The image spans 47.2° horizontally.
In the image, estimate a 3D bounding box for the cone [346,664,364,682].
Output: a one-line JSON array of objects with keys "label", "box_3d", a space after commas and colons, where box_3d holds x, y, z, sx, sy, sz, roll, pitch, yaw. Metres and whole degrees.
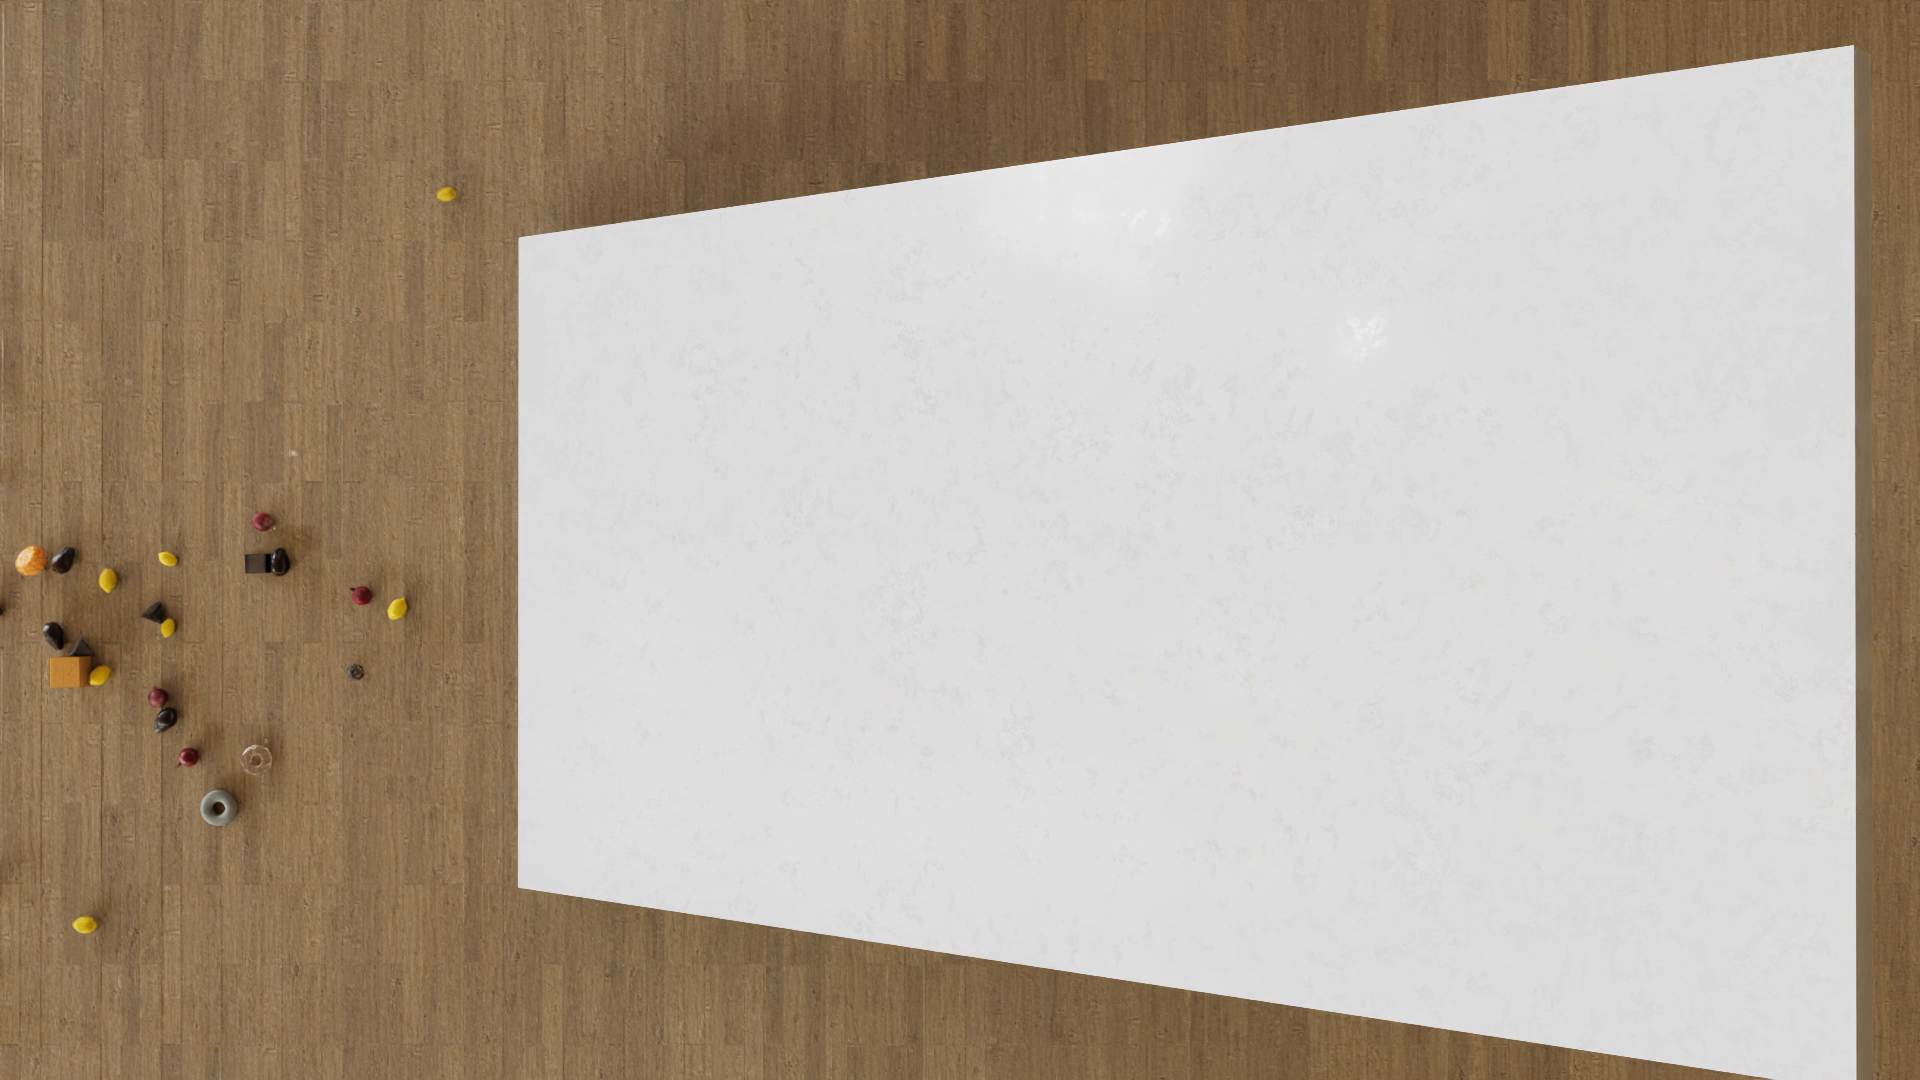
[{"label": "cone", "box_3d": [-1.882, 0.413, 6.815, 0.053, 0.053, 0.053, 0, 90, 0]}]

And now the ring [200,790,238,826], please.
[{"label": "ring", "box_3d": [-2.298, 0.831, 6.821, 0.114, 0.038, 0.114, 0, 91, 0]}]

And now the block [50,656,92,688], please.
[{"label": "block", "box_3d": [-2.749, 0.407, 6.796, 0.092, 0.092, 0.092, -1, 90, 0]}]

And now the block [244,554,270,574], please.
[{"label": "block", "box_3d": [-2.176, 0.073, 6.814, 0.060, 0.060, 0.060, -2, 90, 0]}]

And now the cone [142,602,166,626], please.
[{"label": "cone", "box_3d": [-2.489, 0.241, 6.827, 0.071, 0.071, 0.071, -35, 116, 0]}]

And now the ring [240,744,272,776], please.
[{"label": "ring", "box_3d": [-2.184, 0.684, 6.825, 0.097, 0.032, 0.097, 0, 91, 1]}]

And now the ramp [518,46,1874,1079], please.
[{"label": "ramp", "box_3d": [0.208, 0.061, 5.523, 4.000, 0.100, 2.000, 0, 90, 40]}]
